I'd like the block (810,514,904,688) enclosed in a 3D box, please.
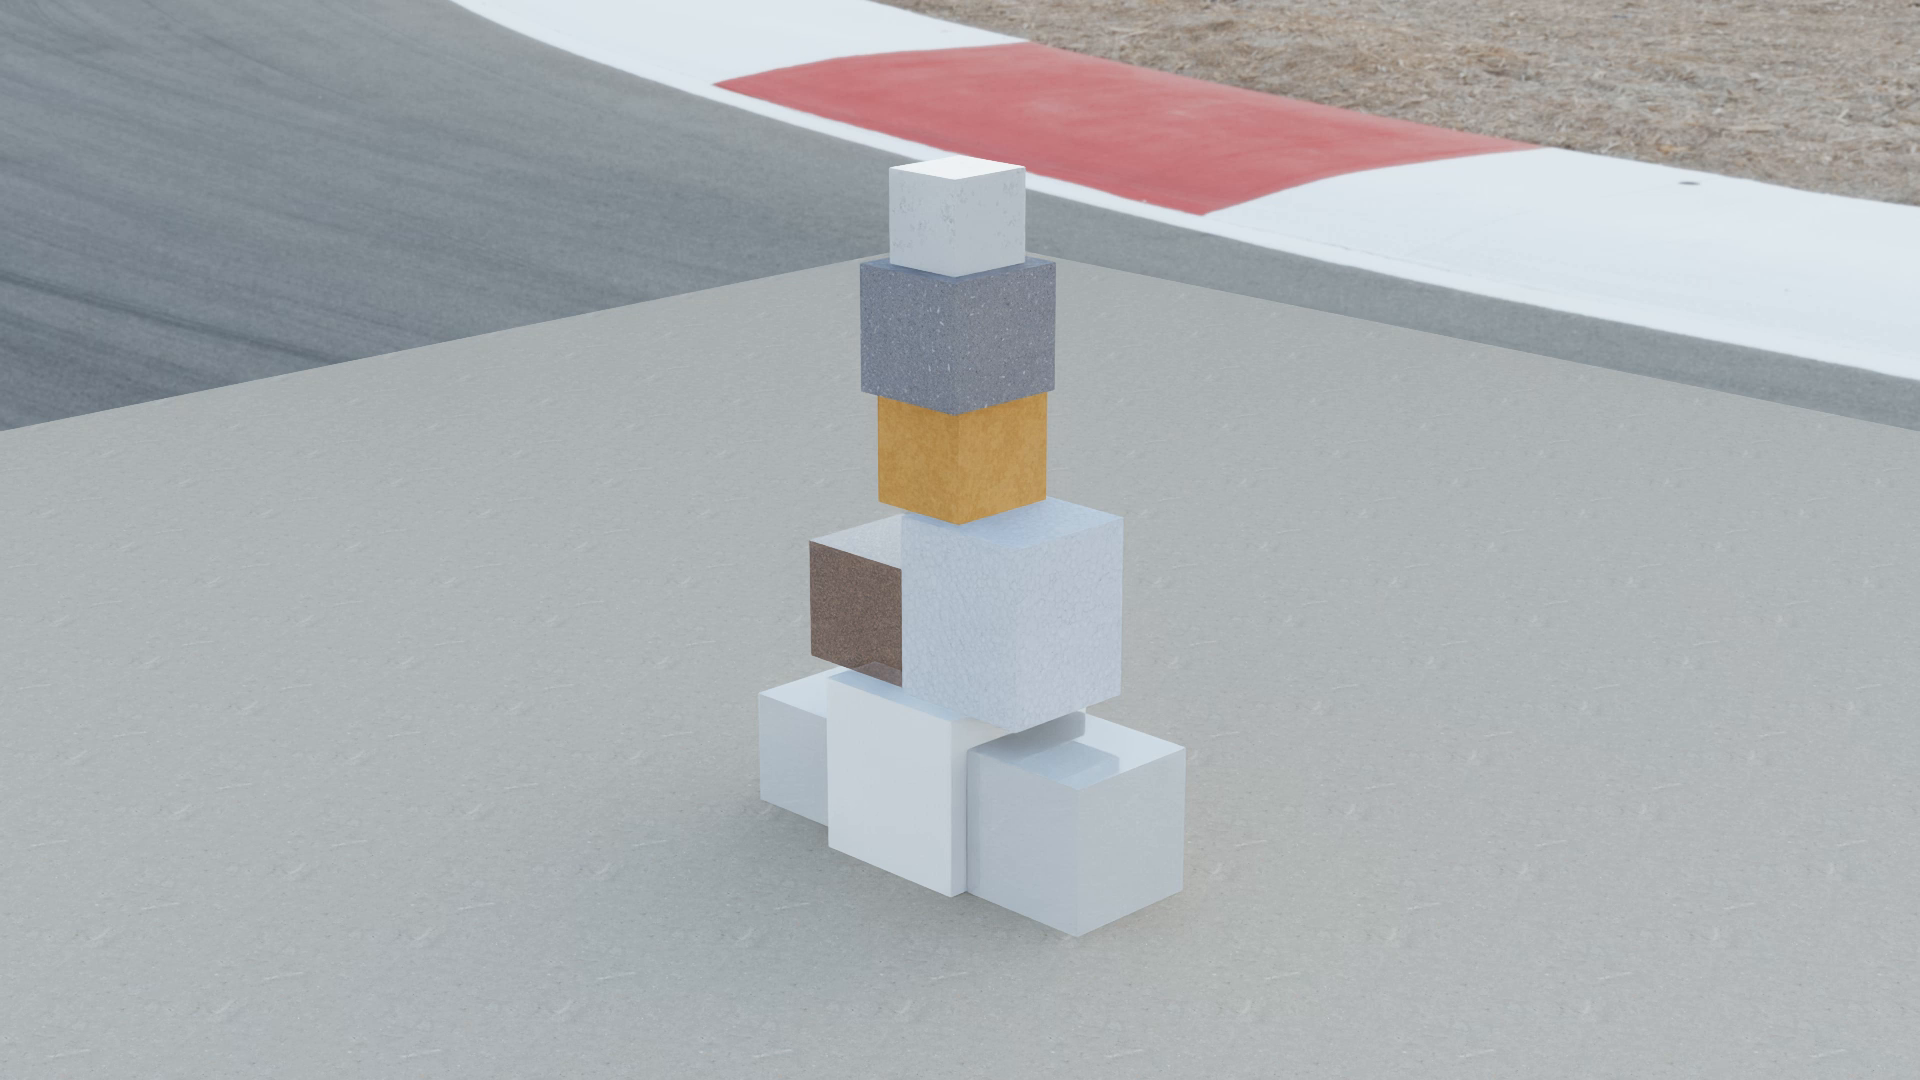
[{"bbox_3d":[-0.255,0.277,13.699,0.603,0.568,0.660,-17,24,-42],"label":"block"}]

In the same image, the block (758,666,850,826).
[{"bbox_3d":[-0.530,1.007,14.222,0.601,0.550,0.655,-17,24,-42],"label":"block"}]

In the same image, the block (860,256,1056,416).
[{"bbox_3d":[-0.009,-0.947,13.035,0.632,0.582,0.593,-17,24,-42],"label":"block"}]

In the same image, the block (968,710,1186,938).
[{"bbox_3d":[0.521,1.260,13.180,0.705,0.693,0.676,-17,24,-42],"label":"block"}]

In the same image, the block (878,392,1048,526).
[{"bbox_3d":[0.011,-0.427,13.219,0.563,0.519,0.514,-17,24,-42],"label":"block"}]

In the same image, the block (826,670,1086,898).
[{"bbox_3d":[-0.017,1.029,13.663,0.883,0.844,0.814,-17,24,-42],"label":"block"}]

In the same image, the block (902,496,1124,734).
[{"bbox_3d":[0.233,0.297,13.183,0.685,0.840,0.714,-17,24,-42],"label":"block"}]

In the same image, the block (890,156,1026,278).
[{"bbox_3d":[-0.011,-1.427,12.881,0.438,0.426,0.406,-17,24,-42],"label":"block"}]
